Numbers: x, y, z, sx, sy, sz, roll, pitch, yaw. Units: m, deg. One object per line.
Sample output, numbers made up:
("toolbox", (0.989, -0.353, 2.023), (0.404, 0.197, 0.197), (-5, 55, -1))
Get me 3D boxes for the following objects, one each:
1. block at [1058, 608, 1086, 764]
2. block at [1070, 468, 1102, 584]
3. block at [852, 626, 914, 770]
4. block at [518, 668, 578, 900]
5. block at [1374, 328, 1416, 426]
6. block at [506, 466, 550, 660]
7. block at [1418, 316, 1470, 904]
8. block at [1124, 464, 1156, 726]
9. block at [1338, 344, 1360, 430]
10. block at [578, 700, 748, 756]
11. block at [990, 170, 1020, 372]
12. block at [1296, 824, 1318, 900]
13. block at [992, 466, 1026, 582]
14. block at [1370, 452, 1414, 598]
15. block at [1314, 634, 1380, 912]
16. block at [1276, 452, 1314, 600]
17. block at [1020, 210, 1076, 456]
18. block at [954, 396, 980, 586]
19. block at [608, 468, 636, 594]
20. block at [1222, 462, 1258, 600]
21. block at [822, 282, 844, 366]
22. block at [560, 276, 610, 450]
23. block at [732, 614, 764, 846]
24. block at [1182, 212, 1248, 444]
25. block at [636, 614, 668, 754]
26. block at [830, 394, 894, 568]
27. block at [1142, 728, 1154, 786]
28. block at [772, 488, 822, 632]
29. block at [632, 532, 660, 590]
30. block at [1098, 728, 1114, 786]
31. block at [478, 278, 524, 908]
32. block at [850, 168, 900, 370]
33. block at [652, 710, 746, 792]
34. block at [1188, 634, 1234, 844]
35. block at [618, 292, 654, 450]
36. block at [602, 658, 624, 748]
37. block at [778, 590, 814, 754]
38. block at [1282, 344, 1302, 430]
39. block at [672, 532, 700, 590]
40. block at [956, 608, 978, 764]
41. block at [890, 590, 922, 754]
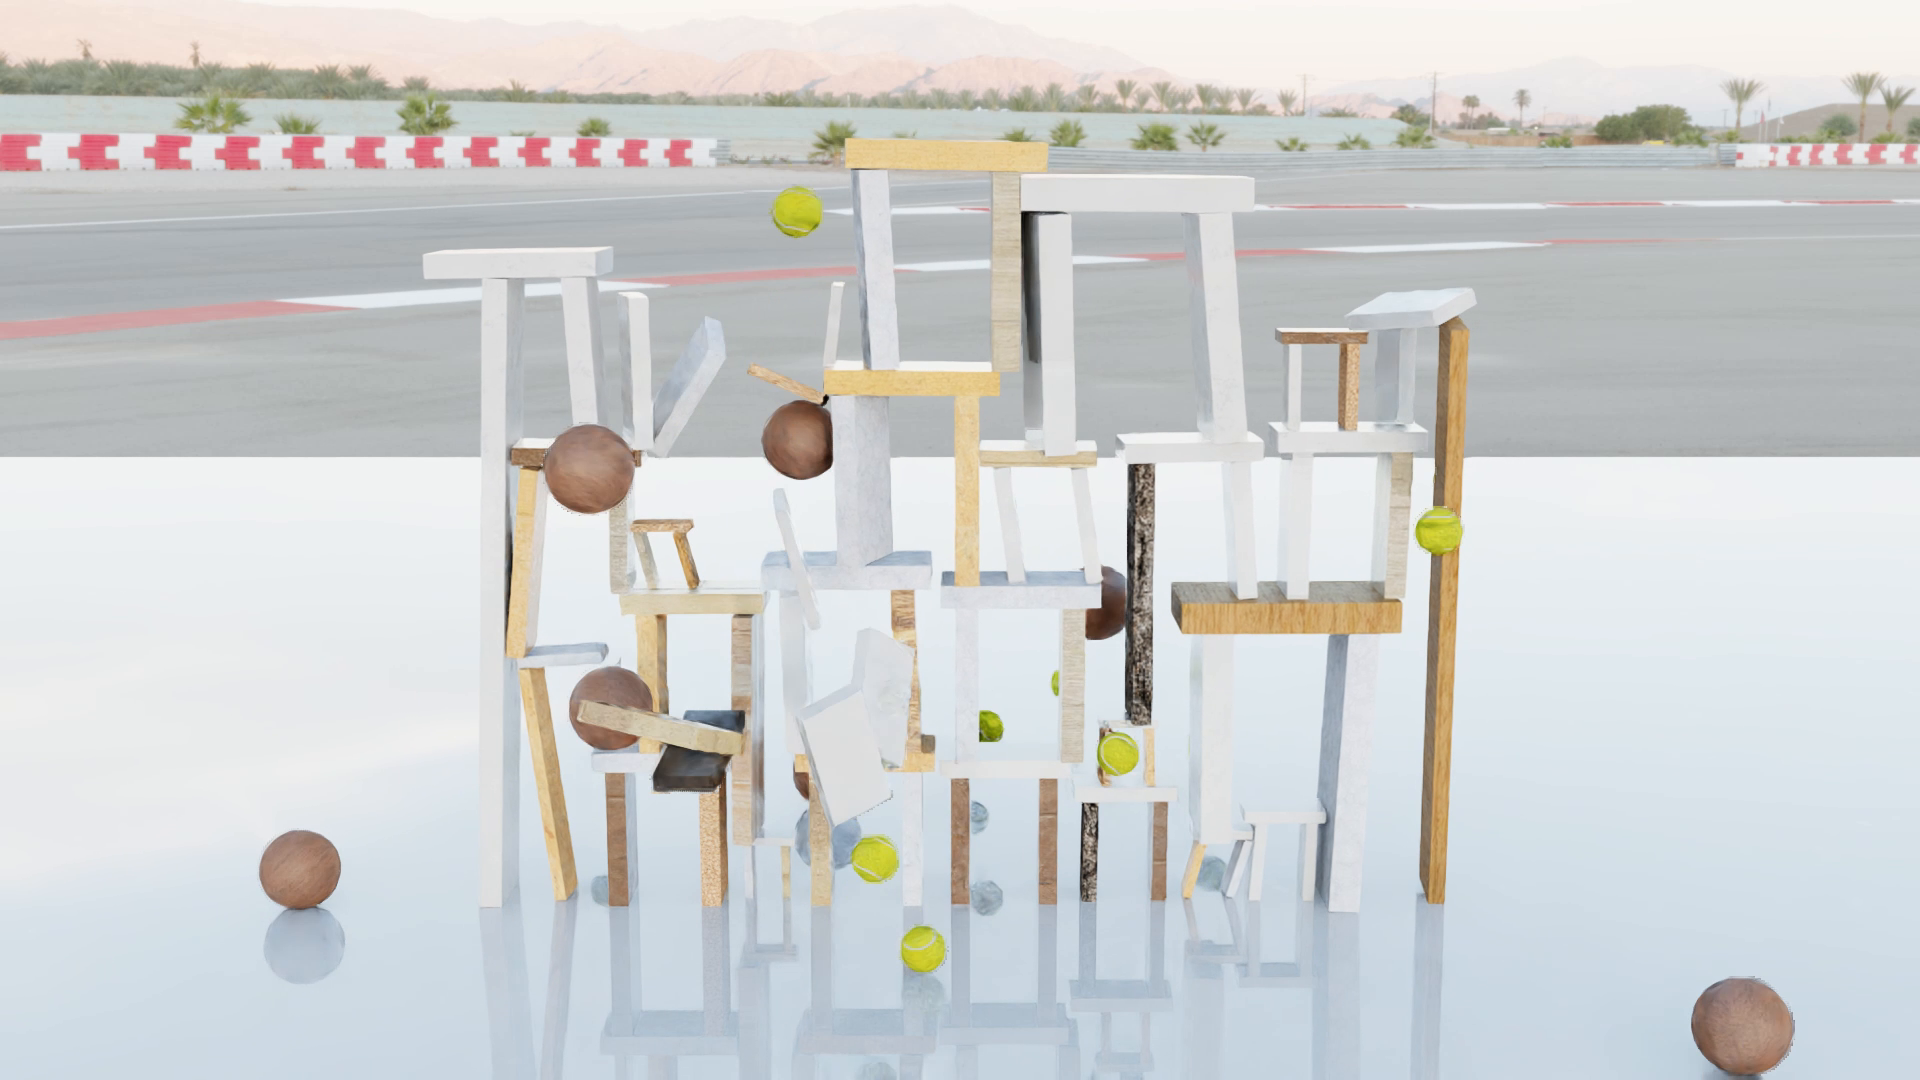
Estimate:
("block", (0.182, 0.223, 3.597), (0.036, 0.256, 0.128), (0, 11, 0))
("block", (0.203, -0.033, 3.555), (0.026, 0.186, 0.093), (-8, 12, 4))
("block", (-0.116, 0.231, 3.205), (0.027, 0.187, 0.094), (-20, -36, 40))
("block", (-0.678, 0.395, 3.627), (0.019, 0.397, 0.068), (-5, 12, 9))
("block", (0.706, -0.285, 3.566), (0.027, 0.188, 0.094), (-2, 10, -13))
("block", (-0.698, 0.029, 3.557), (0.029, 0.310, 0.102), (7, 13, -1))
("block", (0.768, 0.127, 3.498), (0.027, 0.971, 0.094), (-1, 20, 2))
("block", (0.292, 0.078, 3.572), (0.031, 0.431, 0.111), (-1, 12, -2))
("block", (0.621, -0.249, 3.513), (0.019, 0.136, 0.068), (0, 10, -1))
("block", (-0.410, 0.258, 3.023), (0.213, 0.030, 0.107), (9, -4, 34))
("block", (0.071, -0.428, 3.475), (0.044, 0.309, 0.154), (0, 11, -1))
("block", (0.577, 0.524, 3.656), (0.019, 0.133, 0.067), (1, 11, 0))
("block", (0.080, -0.033, 3.556), (0.026, 0.186, 0.093), (-8, 12, 3))
("block", (0.697, -0.033, 3.554), (0.033, 0.236, 0.118), (1, 11, -1))
("block", (0.634, 0.361, 3.625), (0.050, 0.464, 0.175), (2, 10, -1))
("block", (0.540, -0.032, 3.553), (0.033, 0.236, 0.118), (0, 11, 0))
("block", (0.138, -0.333, 3.487), (0.051, 0.374, 0.179), (-4, 13, -8))
("block", (0.012, -0.088, 3.540), (0.039, 0.305, 0.137), (0, 11, 1))
("block", (-0.546, -0.024, 3.559), (0.029, 0.204, 0.102), (1, 10, -1))
("block", (0.450, -0.025, 3.549), (0.031, 0.221, 0.111), (-5, 11, -1))
("block", (-0.201, -0.343, 3.493), (0.018, 0.128, 0.064), (7, 11, -2))
("block", (-0.595, -0.287, 3.503), (0.038, 0.270, 0.135), (-3, 11, -1))
("block", (-0.346, 0.299, 3.599), (0.033, 0.383, 0.115), (2, 12, 5))
("block", (0.404, -0.343, 3.495), (0.051, 0.357, 0.179), (-6, 11, -2))
("block", (-0.502, 0.222, 3.596), (0.033, 0.230, 0.115), (0, 11, 0))
("block", (-0.156, -0.103, 3.530), (0.039, 0.274, 0.137), (2, 10, 21))
("block", (0.311, 0.352, 3.625), (0.014, 0.097, 0.049), (-2, 10, -2))
("block", (-0.249, 0.030, 3.359), (0.018, 0.227, 0.064), (-14, 35, 0))
("block", (-0.508, 0.029, 3.568), (0.013, 0.094, 0.047), (-14, 10, 4))
("block", (0.239, 0.352, 3.619), (0.014, 0.097, 0.049), (0, 11, -7))
("block", (-0.745, 0.086, 3.574), (0.038, 1.025, 0.135), (3, 11, 0))
("block", (-0.135, -0.431, 3.473), (0.044, 0.309, 0.154), (-5, 12, -7))
("block", (-0.399, 0.322, 3.378), (0.094, 0.027, 0.233), (0, 21, 6))
("block", (0.412, 0.305, 3.617), (0.050, 0.350, 0.175), (-1, 11, 0))
("block", (-0.518, -0.271, 3.510), (0.030, 0.240, 0.107), (-4, 12, -18))
("block", (-0.569, 0.267, 3.609), (0.019, 0.137, 0.068), (-1, 11, 0))
("block", (-0.266, 0.201, 3.601), (0.038, 0.271, 0.135), (-2, 10, 0))
("block", (0.530, -0.248, 3.514), (0.019, 0.136, 0.068), (-1, 10, 0))
("block", (-0.443, 0.029, 3.564), (0.013, 0.095, 0.047), (-15, 10, 3))
("block", (0.011, 0.224, 3.596), (0.036, 0.256, 0.128), (0, 11, 0))
("block", (-0.087, 0.201, 3.600), (0.038, 0.271, 0.135), (-2, 10, 0))
